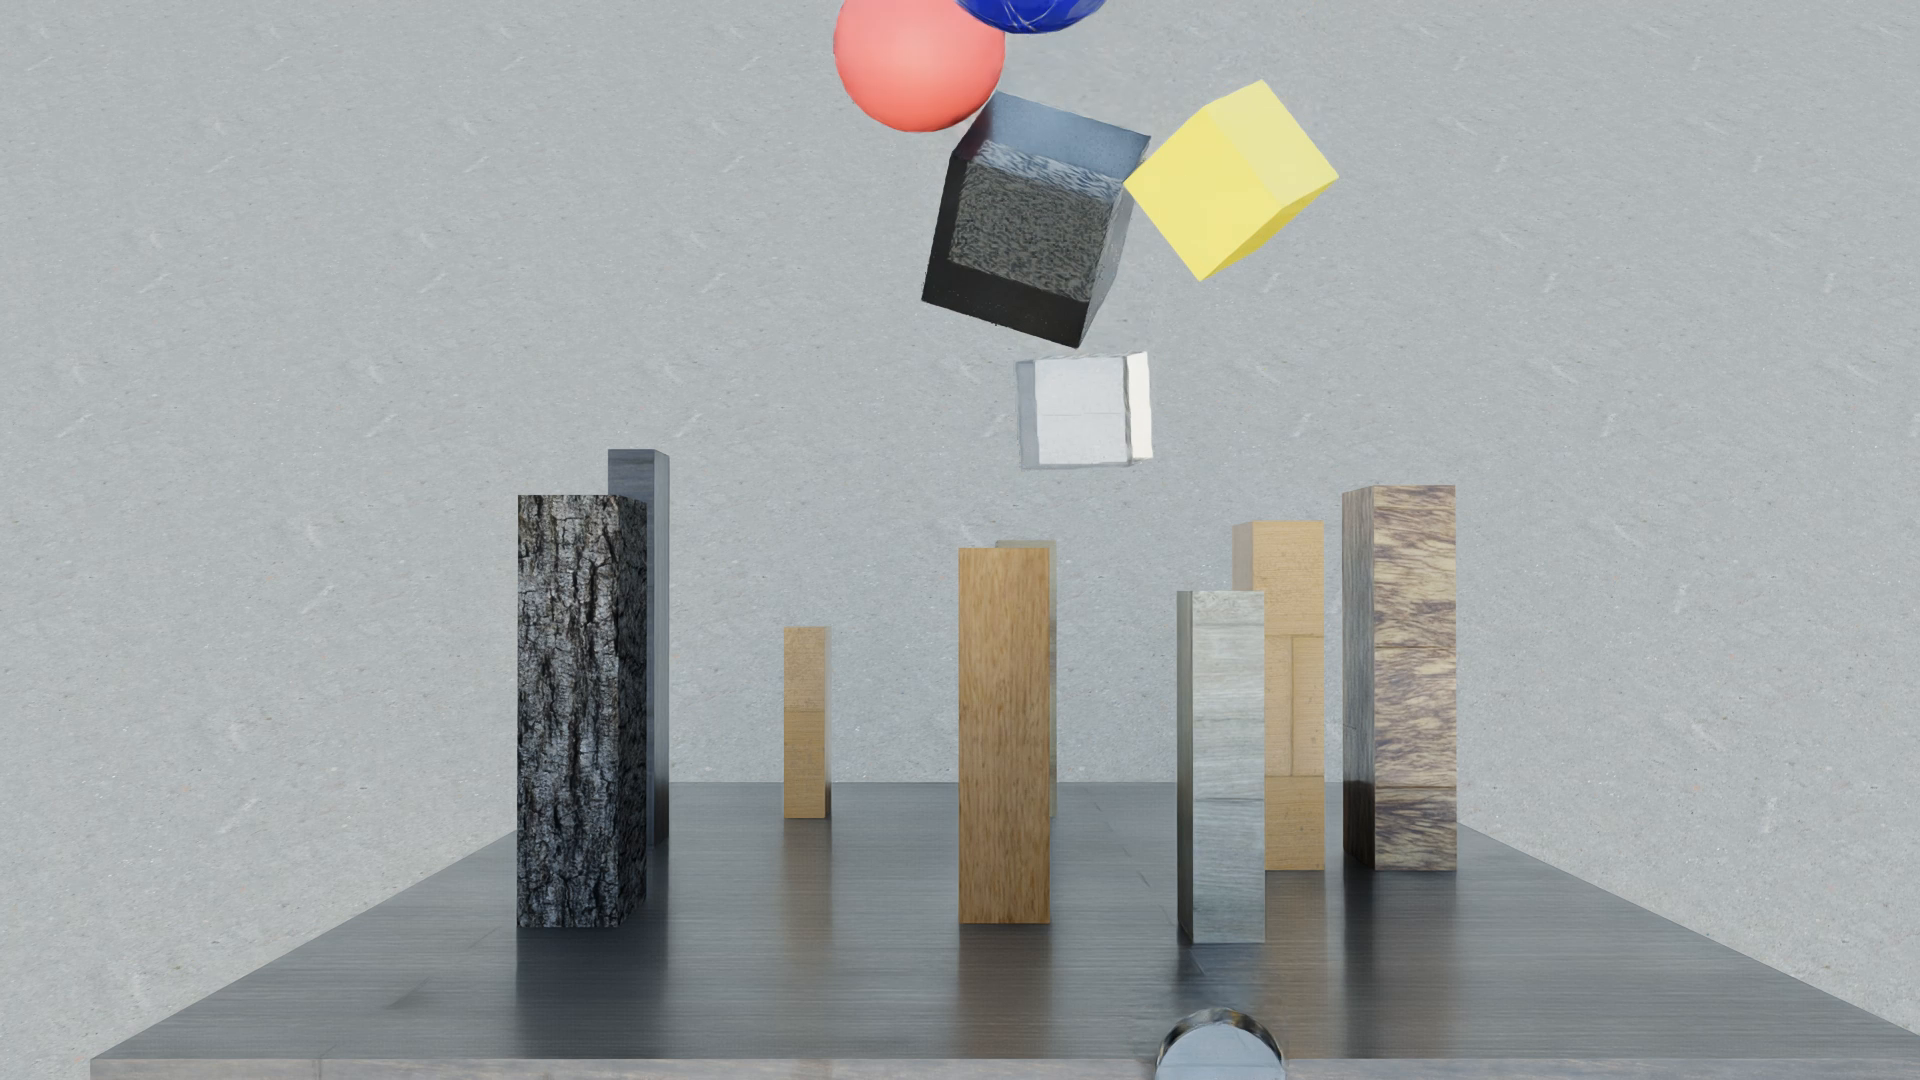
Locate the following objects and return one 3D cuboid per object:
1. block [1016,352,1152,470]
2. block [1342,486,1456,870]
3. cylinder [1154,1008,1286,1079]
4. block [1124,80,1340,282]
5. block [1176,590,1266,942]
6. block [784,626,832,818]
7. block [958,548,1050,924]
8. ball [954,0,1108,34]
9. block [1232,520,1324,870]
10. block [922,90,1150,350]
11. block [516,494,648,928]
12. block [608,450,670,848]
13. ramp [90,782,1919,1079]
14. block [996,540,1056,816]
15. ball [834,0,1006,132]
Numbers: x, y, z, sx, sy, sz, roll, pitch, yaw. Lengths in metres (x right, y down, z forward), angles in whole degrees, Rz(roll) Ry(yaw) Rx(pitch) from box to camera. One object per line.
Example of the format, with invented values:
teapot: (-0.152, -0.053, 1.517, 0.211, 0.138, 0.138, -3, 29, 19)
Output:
block: (0.135, -0.140, 2.805, 0.117, 0.117, 0.117, -1, 6, 18)
block: (0.812, 0.249, 4.821, 0.146, 0.687, 0.386, 0, -1, 0)
cylinder: (0.270, 0.561, 2.687, 0.134, 0.134, 0.134, 4, -2, 6)
block: (0.271, -0.359, 2.586, 0.125, 0.125, 0.125, 53, 40, 4)
block: (0.381, 0.324, 3.809, 0.102, 0.498, 0.267, 0, -1, 0)
block: (-0.342, 0.404, 5.836, 0.090, 0.418, 0.277, 0, -1, 0)
block: (0.066, 0.297, 4.065, 0.136, 0.563, 0.342, 0, -1, 0)
ball: (0.066, -0.573, 2.425, 0.198, 0.198, 0.198, 0, 33, 0)
block: (0.588, 0.281, 4.819, 0.126, 0.623, 0.361, 0, -1, 0)
block: (0.083, -0.347, 2.803, 0.178, 0.178, 0.178, 18, 35, 7)
block: (-0.583, 0.257, 4.028, 0.150, 0.641, 0.352, 0, -1, 0)
block: (-0.638, 0.213, 5.156, 0.091, 0.774, 0.261, 0, -1, 0)
ramp: (0.073, 0.642, 4.759, 2.000, 0.100, 4.000, 0, -1, 0)
block: (0.148, 0.309, 5.880, 0.131, 0.610, 0.295, 0, -1, 0)
ball: (-0.044, -0.536, 2.810, 0.187, 0.187, 0.187, 0, 33, 0)
